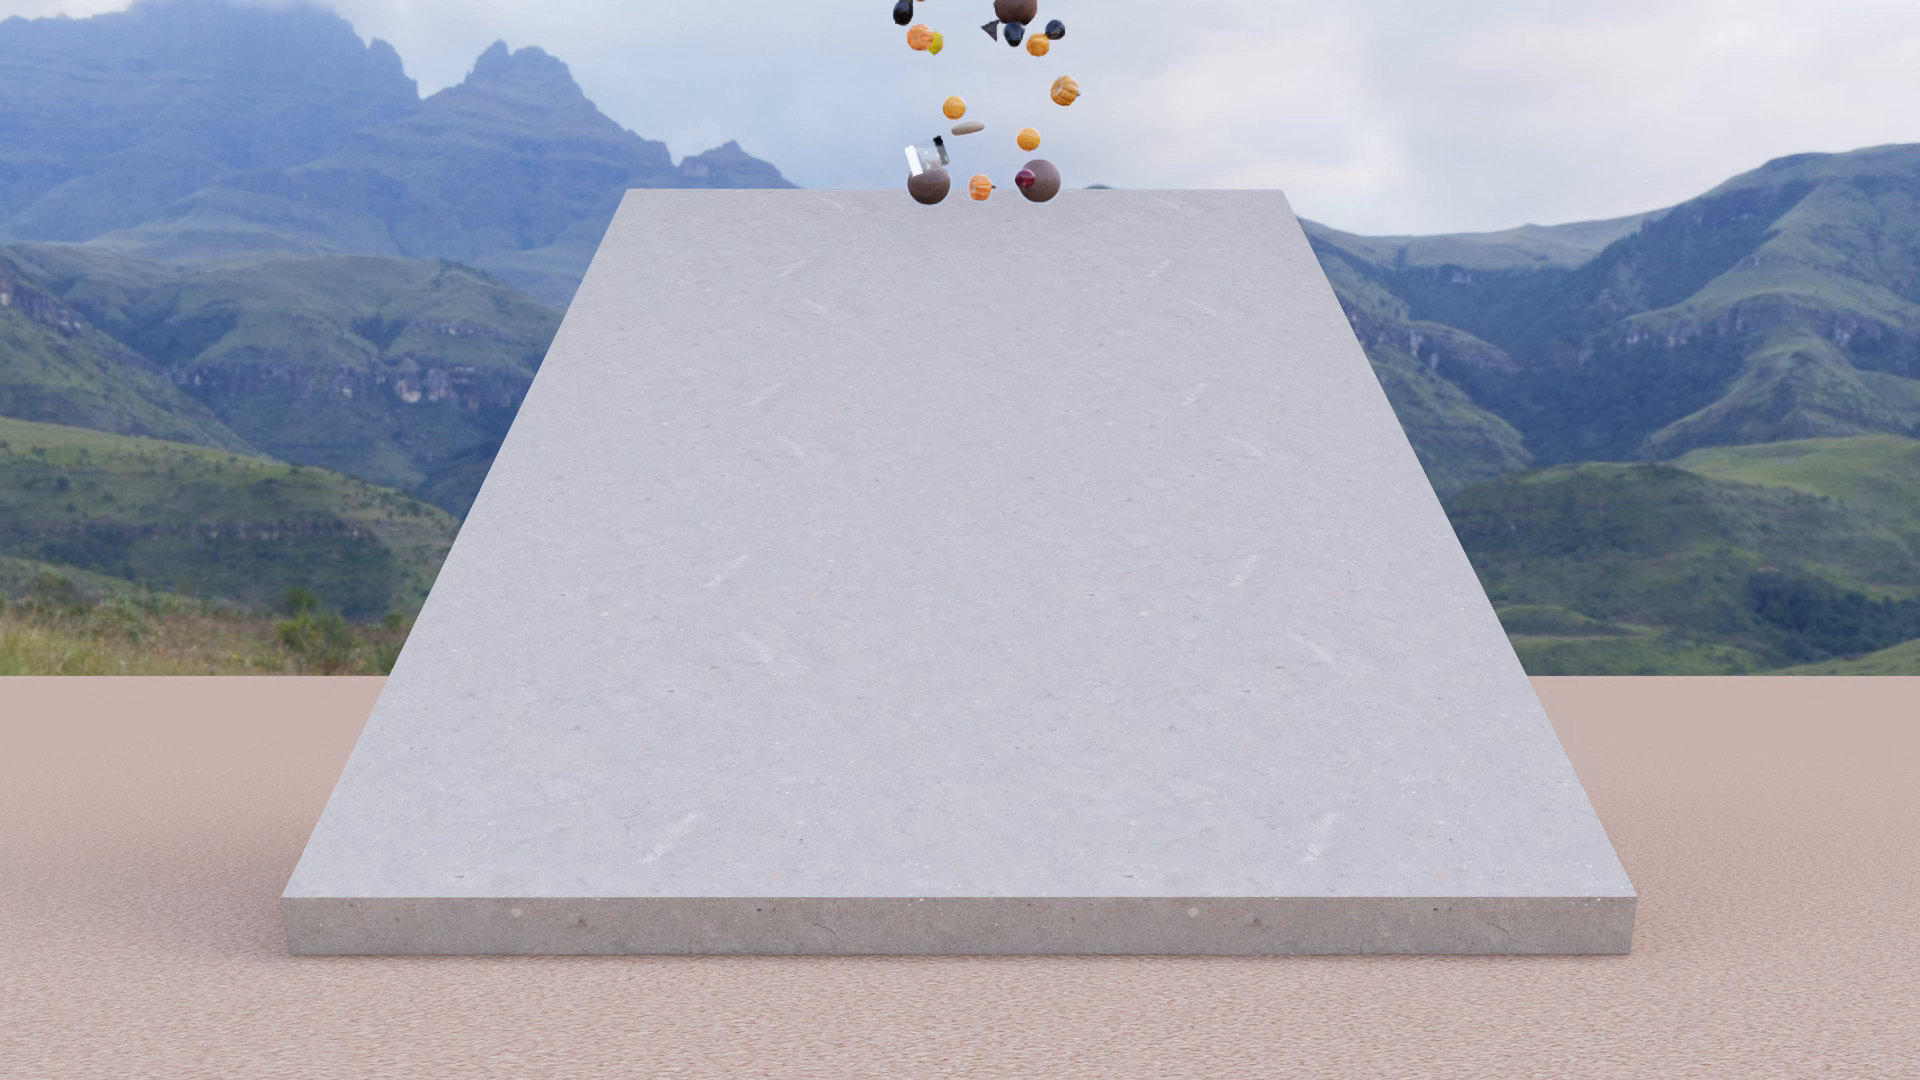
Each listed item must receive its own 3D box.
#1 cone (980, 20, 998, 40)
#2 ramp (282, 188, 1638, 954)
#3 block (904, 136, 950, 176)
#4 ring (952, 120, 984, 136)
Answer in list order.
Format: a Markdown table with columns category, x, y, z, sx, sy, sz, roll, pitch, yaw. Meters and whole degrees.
| category | x | y | z | sx | sy | sz | roll | pitch | yaw |
| --- | --- | --- | --- | --- | --- | --- | --- | --- | --- |
| cone | 0.097 | -1.506 | 6.885 | 0.059 | 0.059 | 0.059 | -21 | 13 | 5 |
| ramp | -0.008 | -0.227 | 5.272 | 2.000 | 0.100 | 4.000 | 0 | 24 | 0 |
| block | -0.095 | -1.109 | 6.698 | 0.083 | 0.083 | 0.083 | -23 | 10 | -23 |
| ring | 0.022 | -1.170 | 6.579 | 0.098 | 0.033 | 0.098 | -12 | 8 | 2 |
